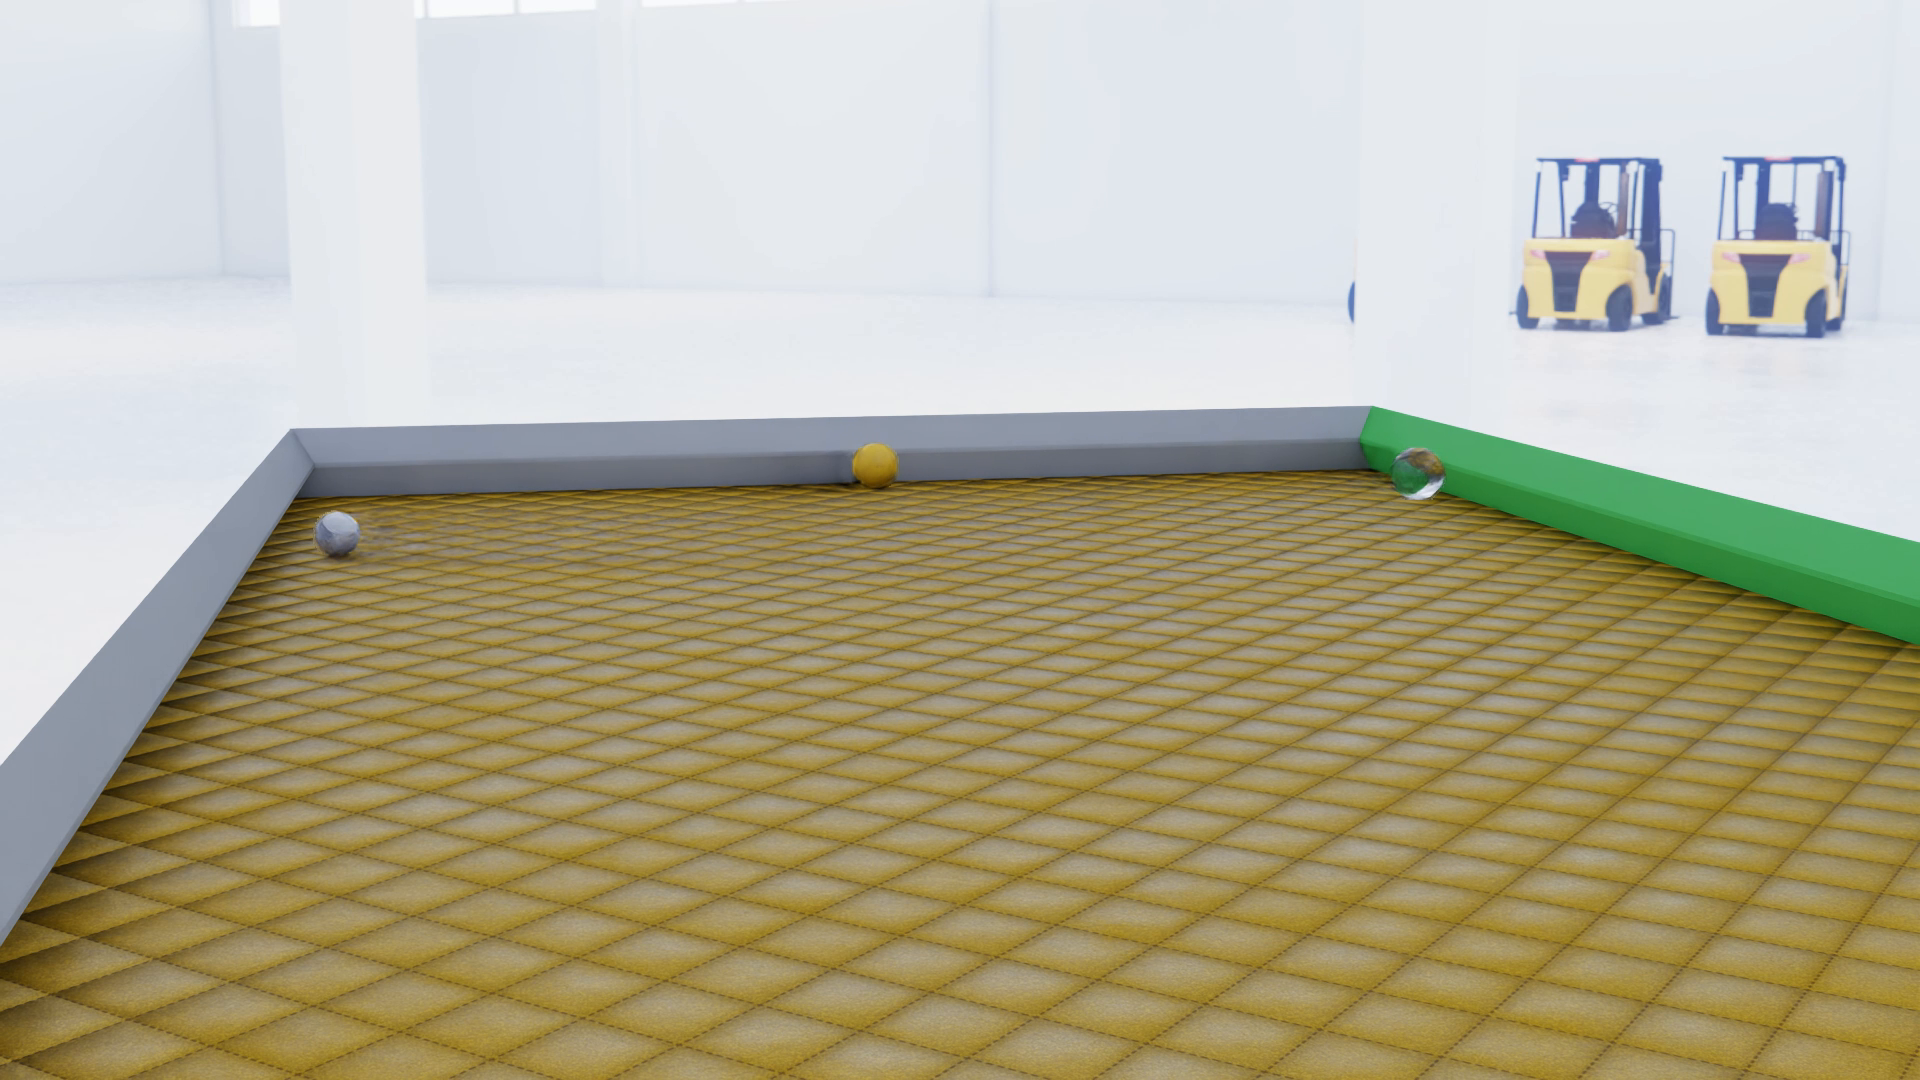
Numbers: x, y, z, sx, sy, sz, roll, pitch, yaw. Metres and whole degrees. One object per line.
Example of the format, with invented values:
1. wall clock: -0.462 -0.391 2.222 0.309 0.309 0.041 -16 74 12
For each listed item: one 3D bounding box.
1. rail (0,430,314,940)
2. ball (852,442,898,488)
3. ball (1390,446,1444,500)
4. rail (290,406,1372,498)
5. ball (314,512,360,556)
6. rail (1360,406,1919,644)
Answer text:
1. rail: -0.832 0.162 2.221 0.045 0.129 3.963 -2 9 -12
2. ball: -0.166 -0.145 4.272 0.088 0.088 0.088 0 9 0
3. ball: 0.855 -0.125 4.109 0.099 0.099 0.099 0 9 0
4. rail: -0.196 -0.176 4.325 2.157 0.129 0.045 -2 9 -12
5. ball: -0.986 -0.009 3.482 0.070 0.070 0.070 0 9 0
6. rail: 1.234 0.094 2.644 0.045 0.129 3.963 -2 9 -12
